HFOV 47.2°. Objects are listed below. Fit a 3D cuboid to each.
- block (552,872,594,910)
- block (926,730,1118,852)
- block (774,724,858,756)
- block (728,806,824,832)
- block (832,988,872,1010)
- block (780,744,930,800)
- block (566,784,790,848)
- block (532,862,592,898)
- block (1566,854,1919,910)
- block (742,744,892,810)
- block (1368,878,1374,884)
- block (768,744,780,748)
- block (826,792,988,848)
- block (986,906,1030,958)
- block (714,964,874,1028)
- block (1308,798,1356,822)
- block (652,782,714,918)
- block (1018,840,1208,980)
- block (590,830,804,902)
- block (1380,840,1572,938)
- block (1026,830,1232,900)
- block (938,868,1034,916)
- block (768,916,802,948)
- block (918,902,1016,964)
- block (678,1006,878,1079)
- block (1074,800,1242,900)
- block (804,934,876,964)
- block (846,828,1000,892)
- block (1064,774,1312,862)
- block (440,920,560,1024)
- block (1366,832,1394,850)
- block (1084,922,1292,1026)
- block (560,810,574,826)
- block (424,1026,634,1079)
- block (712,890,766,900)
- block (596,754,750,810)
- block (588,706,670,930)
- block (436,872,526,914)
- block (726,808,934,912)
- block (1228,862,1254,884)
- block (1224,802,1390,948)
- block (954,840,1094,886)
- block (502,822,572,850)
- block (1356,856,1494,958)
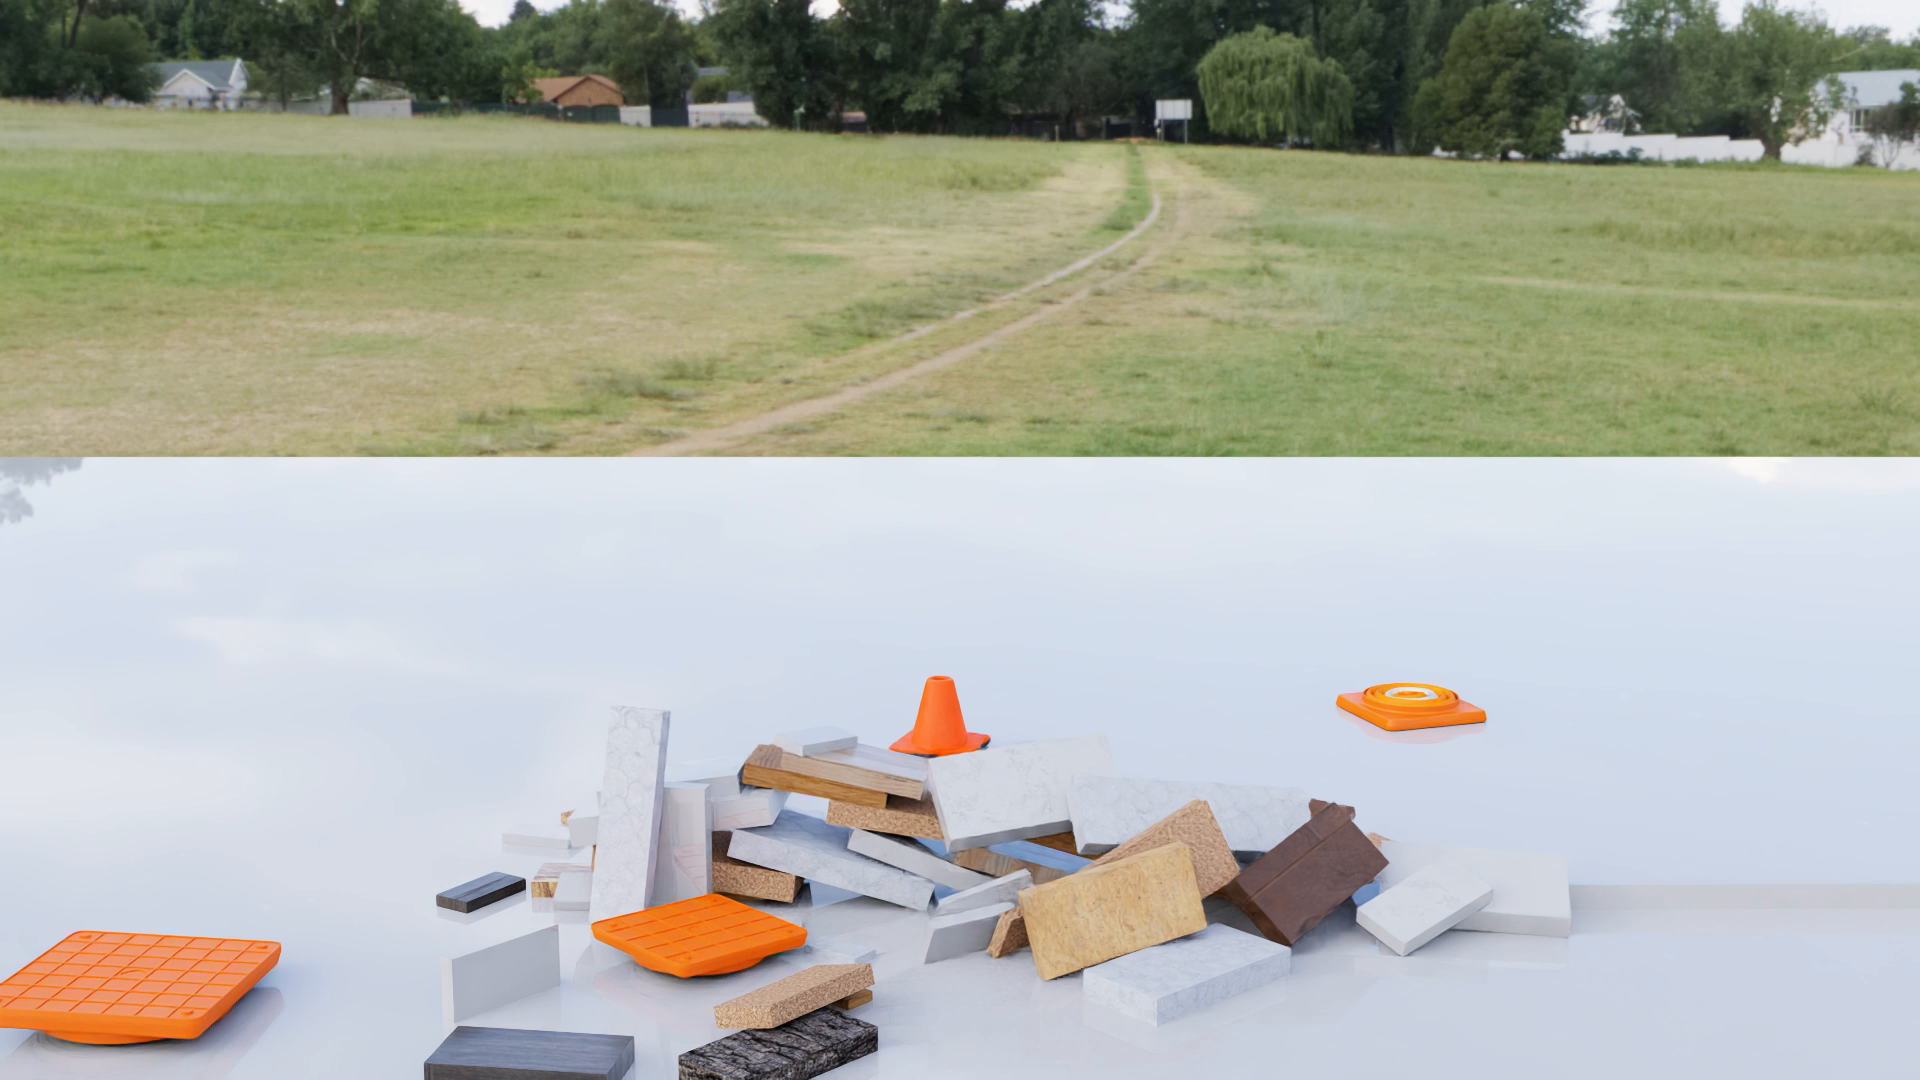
[{"bbox_3d":[-0.593,0.578,3.610,0.138,0.020,0.069,1,34,2],"label":"block"},{"bbox_3d":[0.108,0.402,3.533,0.297,0.042,0.148,-8,56,-14],"label":"block"},{"bbox_3d":[-0.236,0.329,3.619,0.065,0.018,0.131,18,15,38],"label":"block"},{"bbox_3d":[-0.357,0.504,3.949,0.217,0.031,0.108,8,12,-3],"label":"block"},{"bbox_3d":[-0.183,0.664,3.231,0.102,0.014,0.051,9,14,40],"label":"block"},{"bbox_3d":[-0.163,0.370,3.611,0.238,0.034,0.119,11,12,10],"label":"block"},{"bbox_3d":[-0.464,0.442,3.654,0.337,0.048,0.169,-7,10,8],"label":"block"},{"bbox_3d":[-0.614,0.572,3.693,0.191,0.027,0.095,0,11,2],"label":"block"},{"bbox_3d":[1.191,0.570,3.665,0.940,0.042,0.147,0,11,-1],"label":"block"},{"bbox_3d":[-0.230,0.390,3.631,0.238,0.034,0.119,10,11,4],"label":"block"},{"bbox_3d":[0.559,0.504,3.656,0.248,0.035,0.124,19,4,-7],"label":"block"},{"bbox_3d":[-0.388,0.476,4.223,0.080,0.023,0.534,2,11,8],"label":"block"},{"bbox_3d":[-0.083,0.450,3.638,0.268,0.038,0.134,9,11,-2],"label":"block"},{"bbox_3d":[0.109,0.596,3.424,0.021,0.075,0.150,36,30,31],"label":"block"},{"bbox_3d":[-0.233,0.646,3.117,0.108,0.031,0.217,-11,0,39],"label":"block"},{"bbox_3d":[0.618,0.516,3.782,0.078,0.022,0.157,9,45,27],"label":"block"},{"bbox_3d":[-0.458,0.500,3.557,0.108,0.217,0.031,2,11,12],"label":"block"},{"bbox_3d":[0.230,0.558,3.316,0.264,0.132,0.037,-16,8,-11],"label":"block"},{"bbox_3d":[-0.429,0.531,3.677,0.338,0.048,0.169,8,10,4],"label":"block"},{"bbox_3d":[0.826,0.561,3.541,0.294,0.042,0.147,3,35,10],"label":"block"},{"bbox_3d":[0.268,0.498,3.639,0.479,0.042,0.149,17,11,-6],"label":"block"},{"bbox_3d":[0.047,0.576,3.443,0.150,0.075,0.021,-18,17,-15],"label":"block"},{"bbox_3d":[-0.276,0.618,3.477,0.051,0.014,0.102,-1,11,-3],"label":"block"},{"bbox_3d":[0.011,0.604,3.383,0.150,0.075,0.021,-7,39,-31],"label":"block"},{"bbox_3d":[-0.245,0.698,2.992,0.126,0.036,0.251,10,14,42],"label":"block"},{"bbox_3d":[0.298,0.524,3.410,0.264,0.132,0.037,-28,6,-21],"label":"block"},{"bbox_3d":[-0.185,0.634,3.393,0.102,0.014,0.051,8,13,37],"label":"block"},{"bbox_3d":[-0.053,0.520,3.654,0.268,0.038,0.134,21,10,-4],"label":"block"},{"bbox_3d":[0.374,0.448,3.518,0.415,0.035,0.124,6,51,-20],"label":"block"},{"bbox_3d":[-0.668,0.627,3.206,0.027,0.095,0.191,9,14,40],"label":"block"},{"bbox_3d":[0.726,0.525,3.670,0.119,0.017,0.059,23,21,32],"label":"block"},{"bbox_3d":[0.340,0.643,3.270,0.294,0.042,0.147,-9,14,-41],"label":"block"},{"bbox_3d":[-0.667,0.516,4.015,0.065,0.018,0.130,-9,14,-39],"label":"block"},{"bbox_3d":[-0.578,0.703,2.963,0.251,0.036,0.126,2,11,8],"label":"block"},{"bbox_3d":[-0.393,0.580,3.669,0.138,0.020,0.069,0,11,-2],"label":"block"},{"bbox_3d":[-0.472,0.402,3.650,0.238,0.034,0.119,-8,10,7],"label":"block"},{"bbox_3d":[-0.528,0.443,3.520,0.095,0.348,0.027,4,-4,21],"label":"block"},{"bbox_3d":[-0.794,0.584,3.648,0.069,0.020,0.138,7,12,32],"label":"block"},{"bbox_3d":[-0.209,0.522,3.656,0.338,0.048,0.169,16,10,-2],"label":"block"},{"bbox_3d":[0.451,0.522,3.598,0.297,0.042,0.148,20,11,8],"label":"block"},{"bbox_3d":[0.551,0.532,3.481,0.264,0.037,0.132,-29,70,-38],"label":"block"},{"bbox_3d":[0.124,0.535,3.659,0.268,0.038,0.134,16,11,-3],"label":"block"},{"bbox_3d":[-0.746,0.530,3.942,0.130,0.018,0.065,3,11,18],"label":"block"},{"bbox_3d":[0.732,0.574,3.462,0.201,0.028,0.100,-23,39,-29],"label":"block"}]
